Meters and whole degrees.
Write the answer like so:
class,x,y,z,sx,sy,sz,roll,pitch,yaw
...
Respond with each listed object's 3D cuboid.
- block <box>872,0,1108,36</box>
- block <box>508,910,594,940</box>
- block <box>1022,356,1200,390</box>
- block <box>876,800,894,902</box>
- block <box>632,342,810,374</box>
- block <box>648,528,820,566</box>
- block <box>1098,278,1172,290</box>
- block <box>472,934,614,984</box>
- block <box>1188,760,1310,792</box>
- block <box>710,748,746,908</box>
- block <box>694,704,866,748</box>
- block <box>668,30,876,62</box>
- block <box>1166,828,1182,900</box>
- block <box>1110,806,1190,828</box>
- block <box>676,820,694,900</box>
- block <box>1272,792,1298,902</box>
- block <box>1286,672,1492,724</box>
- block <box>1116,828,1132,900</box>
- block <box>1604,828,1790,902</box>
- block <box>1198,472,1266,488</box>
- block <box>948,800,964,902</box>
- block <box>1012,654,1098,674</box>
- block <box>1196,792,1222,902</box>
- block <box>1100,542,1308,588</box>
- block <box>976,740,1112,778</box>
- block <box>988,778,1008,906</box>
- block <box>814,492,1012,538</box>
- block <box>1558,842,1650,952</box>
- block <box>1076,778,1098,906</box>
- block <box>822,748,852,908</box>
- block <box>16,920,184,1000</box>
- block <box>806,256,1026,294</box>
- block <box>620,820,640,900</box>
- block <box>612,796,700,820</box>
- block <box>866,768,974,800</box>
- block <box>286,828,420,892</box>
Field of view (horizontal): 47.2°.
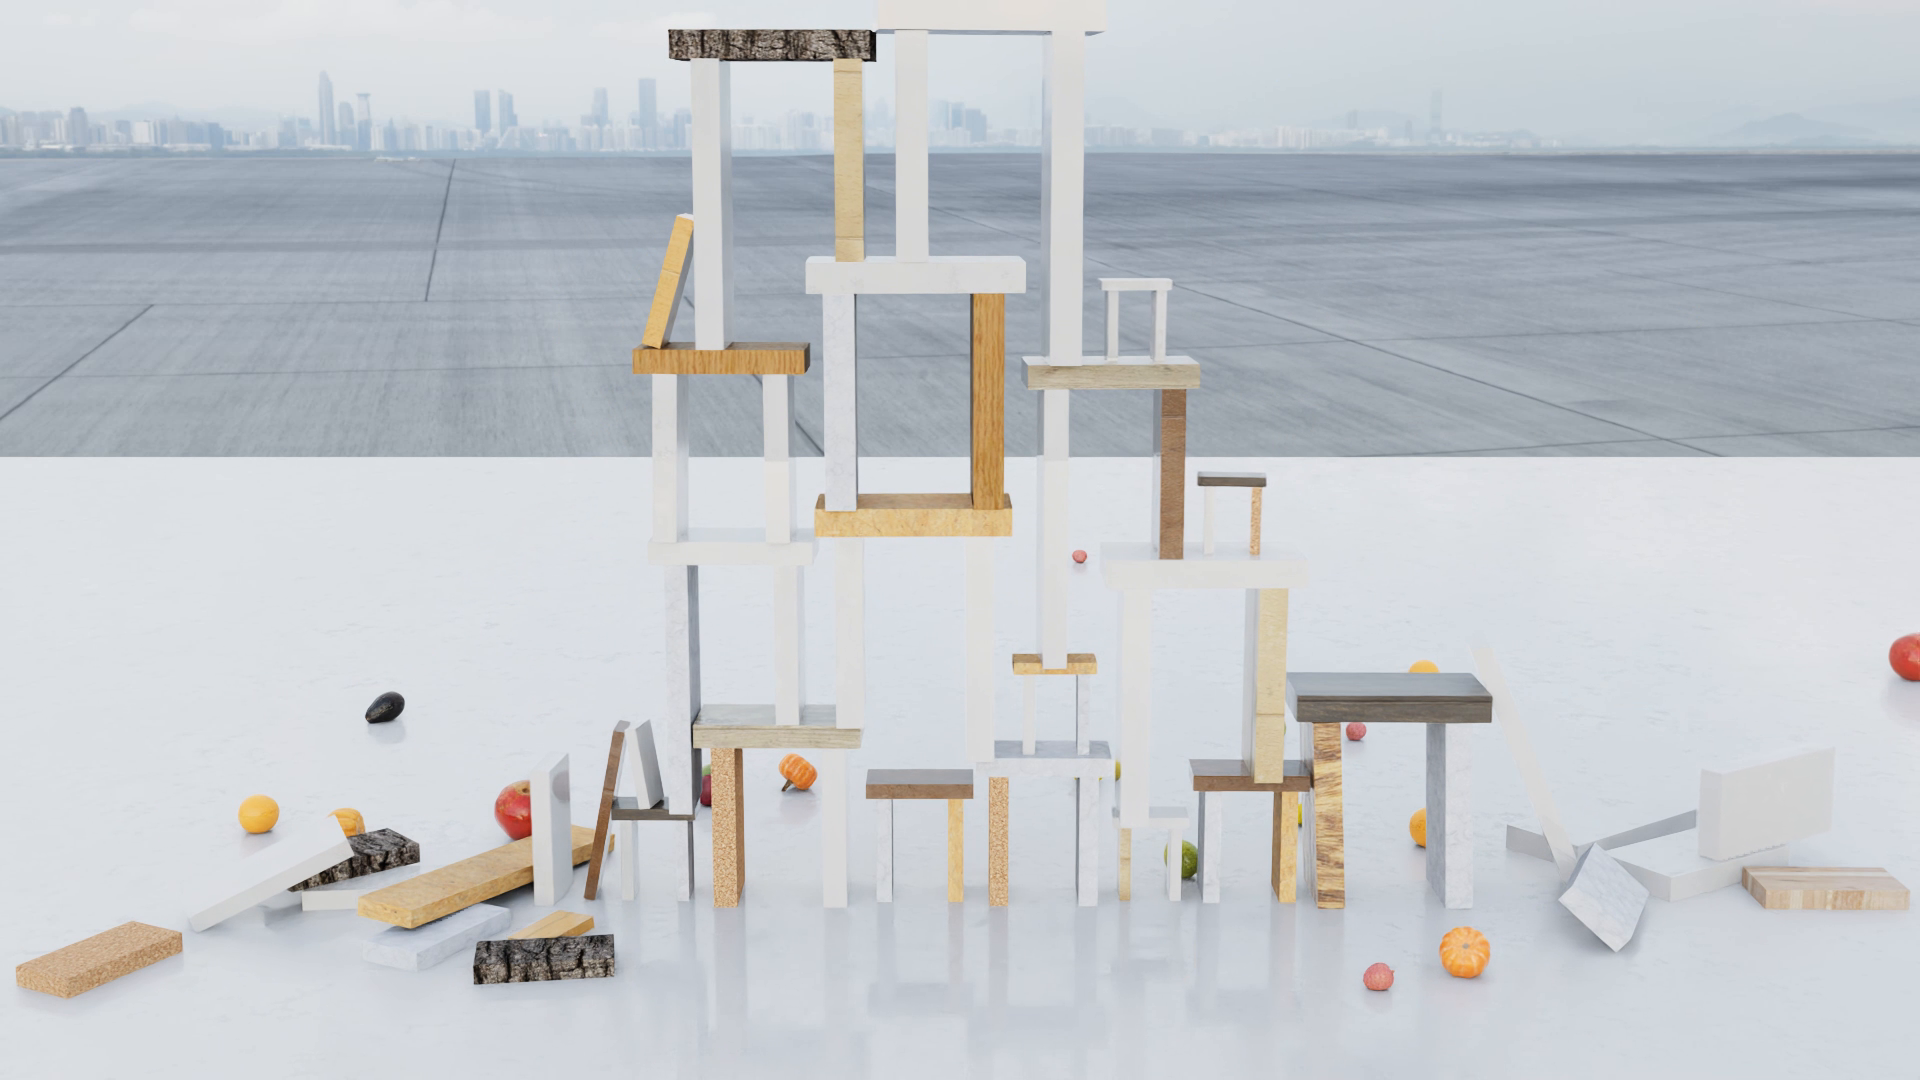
class,x,y,z,sx,sy,sz,roll,pitch,yaw
block,0.043,-0.814,3.419,0.348,0.049,0.174,-1,11,-5
block,-0.644,0.618,3.465,0.067,0.019,0.135,5,12,25
block,0.238,-0.267,3.506,0.271,0.038,0.135,-1,11,-3
block,-0.125,0.502,3.657,0.025,0.176,0.088,0,11,0
block,-0.377,-0.290,3.502,0.268,0.038,0.134,0,11,0
block,-0.365,0.010,3.563,0.263,0.037,0.131,0,11,1
block,0.278,-0.406,3.493,0.112,0.016,0.056,-1,11,-3
block,-0.630,0.636,3.339,0.207,0.029,0.103,-2,11,-9
block,0.477,0.389,3.637,0.190,0.027,0.095,0,11,1
block,-0.384,0.457,3.646,0.038,0.270,0.135,0,11,0
block,-0.295,0.306,3.616,0.270,0.038,0.135,0,11,1
block,-0.288,-0.768,3.419,0.307,0.043,0.153,0,11,2
block,0.356,0.529,3.655,0.018,0.125,0.063,0,11,0
block,0.314,0.459,3.640,0.125,0.018,0.063,0,11,1
block,-0.457,0.522,3.656,0.020,0.138,0.069,0,11,1
block,0.540,0.496,3.656,0.027,0.190,0.095,0,11,0
block,0.699,0.258,3.611,0.313,0.044,0.157,0,11,0
block,0.273,0.529,3.655,0.018,0.125,0.063,0,11,0
block,1.258,0.550,3.767,0.304,0.043,0.152,-7,12,-32
block,0.437,-0.098,3.536,0.110,0.016,0.055,1,11,6
block,-0.007,0.502,3.657,0.025,0.176,0.088,0,11,0
block,0.154,0.202,3.591,0.135,0.019,0.068,0,11,-1
block,0.414,0.496,3.654,0.027,0.190,0.095,0,11,0
block,0.391,0.040,3.563,0.320,0.045,0.160,0,11,0
block,0.136,0.360,3.621,0.220,0.031,0.110,0,11,0
block,0.064,0.483,3.644,0.031,0.220,0.110,0,11,0
block,-0.074,-0.041,3.547,0.312,0.044,0.156,0,11,-1
block,1.031,0.569,3.514,0.117,0.033,0.233,43,24,11
block,0.210,0.483,3.645,0.031,0.220,0.110,0,11,0
block,-0.204,0.457,3.645,0.038,0.270,0.135,0,11,0
block,-1.304,0.636,3.339,0.109,0.031,0.218,6,12,28
block,-0.071,-0.420,3.475,0.339,0.048,0.170,0,11,-2
block,-0.549,0.522,3.657,0.020,0.138,0.069,0,11,0
block,-0.503,0.445,3.643,0.138,0.020,0.069,0,11,0
block,-0.066,0.403,3.639,0.176,0.025,0.088,0,11,0
block,-1.039,0.536,3.693,0.230,0.033,0.115,-9,14,-40
